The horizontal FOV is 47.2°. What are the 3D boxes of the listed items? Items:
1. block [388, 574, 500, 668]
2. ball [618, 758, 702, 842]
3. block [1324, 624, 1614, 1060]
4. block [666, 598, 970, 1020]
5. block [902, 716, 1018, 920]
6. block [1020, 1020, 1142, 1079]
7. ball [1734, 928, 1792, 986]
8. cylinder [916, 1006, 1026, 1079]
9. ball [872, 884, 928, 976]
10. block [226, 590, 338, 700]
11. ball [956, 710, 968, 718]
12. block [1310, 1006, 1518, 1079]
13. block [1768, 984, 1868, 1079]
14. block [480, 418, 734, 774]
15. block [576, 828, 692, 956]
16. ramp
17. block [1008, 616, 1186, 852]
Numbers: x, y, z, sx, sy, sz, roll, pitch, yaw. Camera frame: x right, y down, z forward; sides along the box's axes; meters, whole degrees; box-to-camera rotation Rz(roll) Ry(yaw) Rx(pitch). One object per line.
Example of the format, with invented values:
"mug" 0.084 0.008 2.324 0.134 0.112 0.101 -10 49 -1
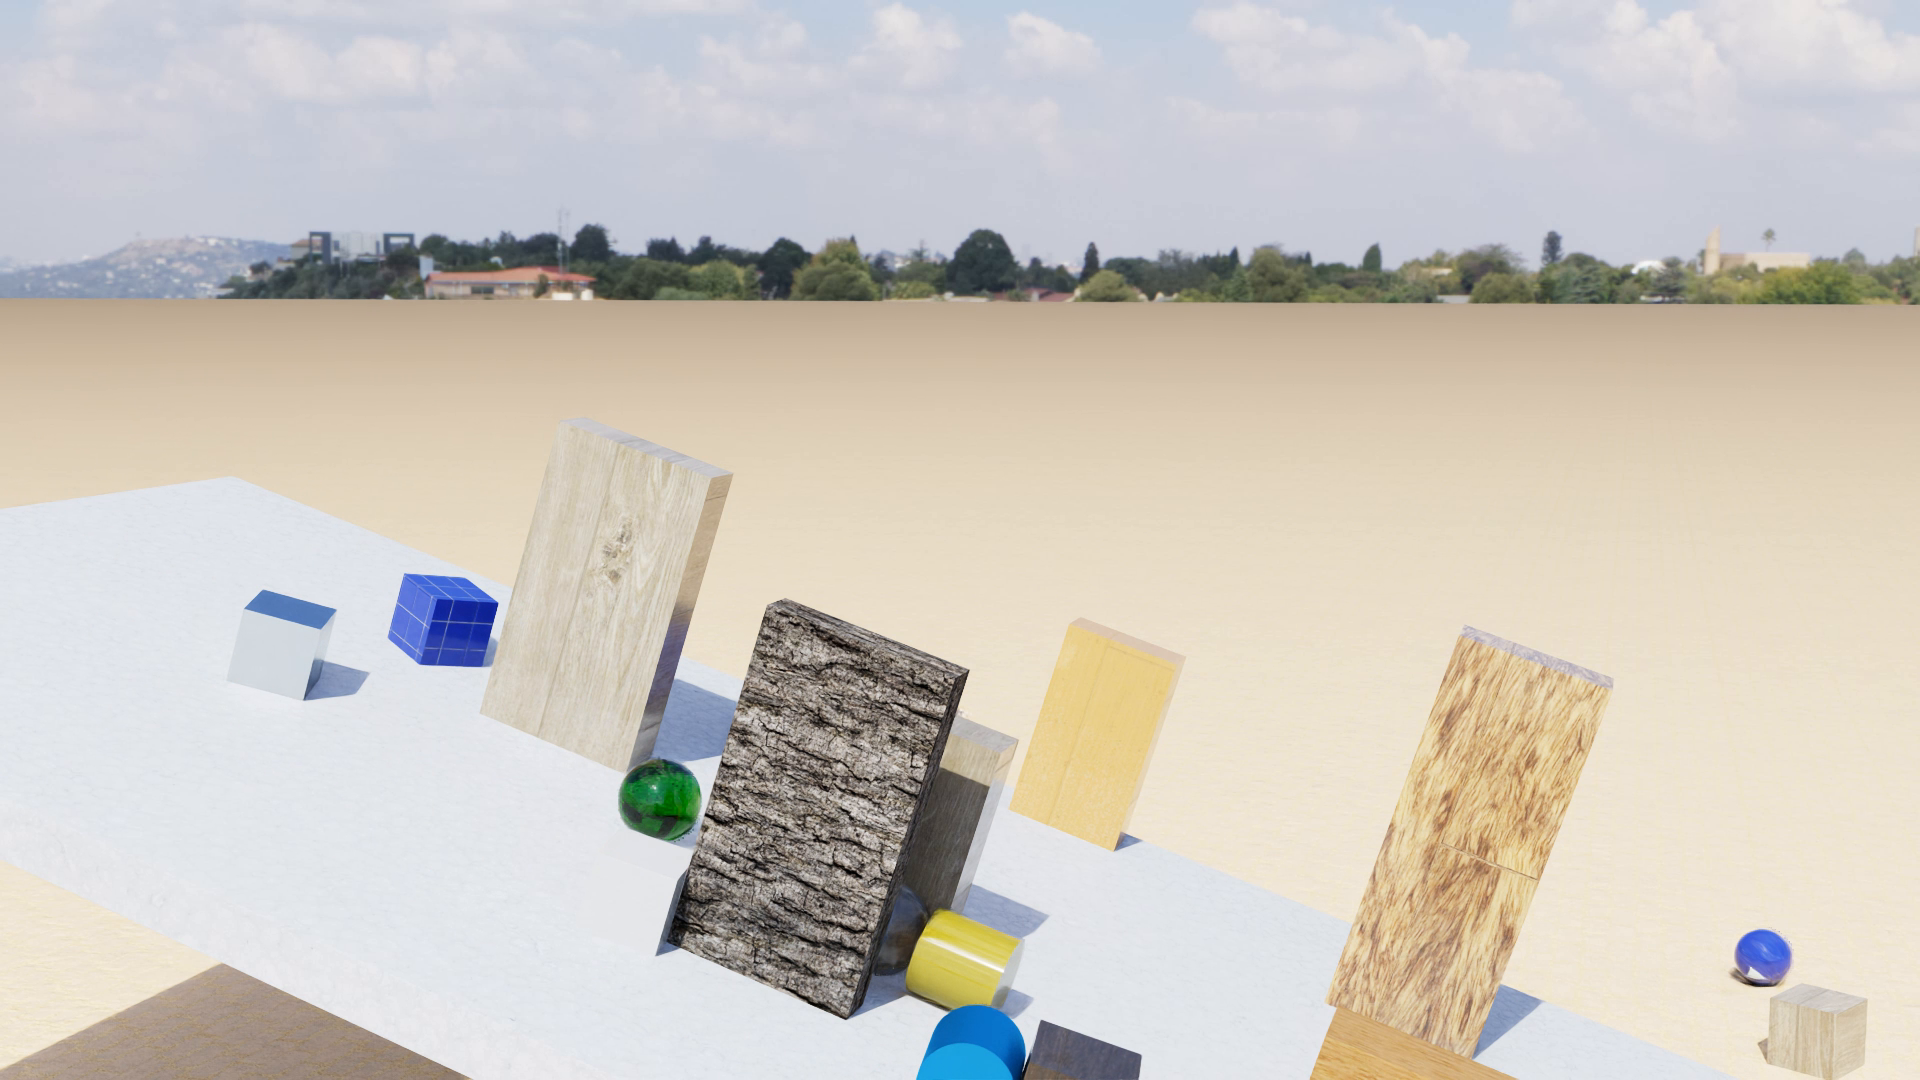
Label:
"block" -1.125 0.175 4.785 0.152 0.152 0.152 6 16 -44
"ball" -0.565 0.490 4.137 0.159 0.159 0.159 0 7 0
"block" 1.002 0.598 4.346 0.302 0.795 0.139 20 12 14
"block" -0.241 0.448 3.670 0.340 0.617 0.083 20 12 14
"block" -0.096 0.524 3.980 0.266 0.434 0.120 20 12 14
"block" 0.171 0.876 3.401 0.169 0.169 0.169 18 12 4
"ball" 2.096 1.088 5.739 0.144 0.144 0.144 0 7 0
"cylinder" 0.018 0.829 3.435 0.155 0.155 0.155 1 10 8
"ball" -0.138 0.680 3.861 0.169 0.169 0.169 0 7 0
"block" -1.337 0.206 4.340 0.151 0.151 0.151 16 12 -7
"ball" -0.021 0.733 8.827 0.114 0.114 0.114 0 7 0
"block" 0.617 0.939 3.102 0.346 0.436 0.134 20 12 14
"block" 2.009 1.151 5.151 0.160 0.160 0.160 -6 9 -43
"block" -0.722 0.111 4.471 0.345 0.638 0.113 20 12 14
"block" -0.546 0.594 3.725 0.142 0.142 0.142 18 12 4
"ramp" -0.357 0.674 4.226 4.000 0.100 2.000 20 12 14
"block" 0.307 0.434 4.932 0.256 0.452 0.105 20 12 14
